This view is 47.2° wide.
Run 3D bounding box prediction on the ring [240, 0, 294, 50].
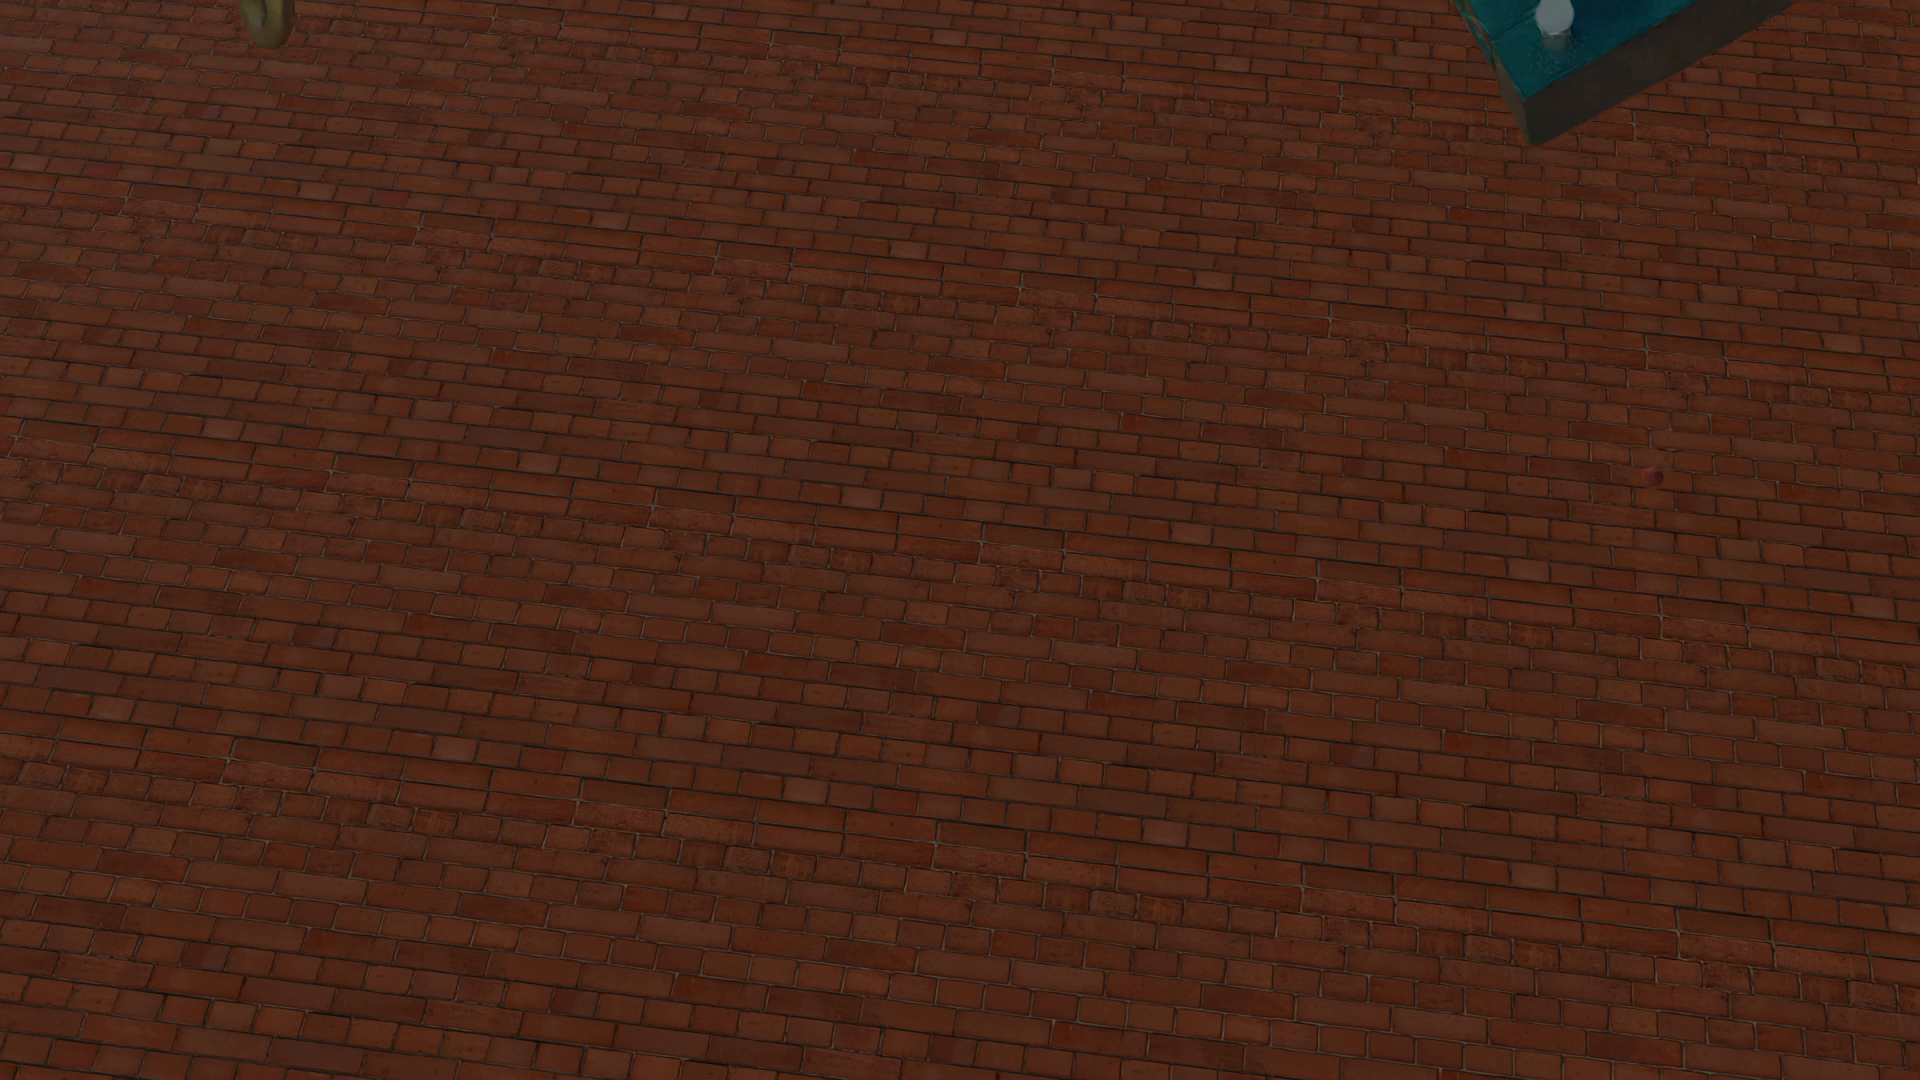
[{"bbox_3d":[-1.505,-1.163,4.772,0.056,0.322,0.181,-23,94,-27],"label":"ring"}]
